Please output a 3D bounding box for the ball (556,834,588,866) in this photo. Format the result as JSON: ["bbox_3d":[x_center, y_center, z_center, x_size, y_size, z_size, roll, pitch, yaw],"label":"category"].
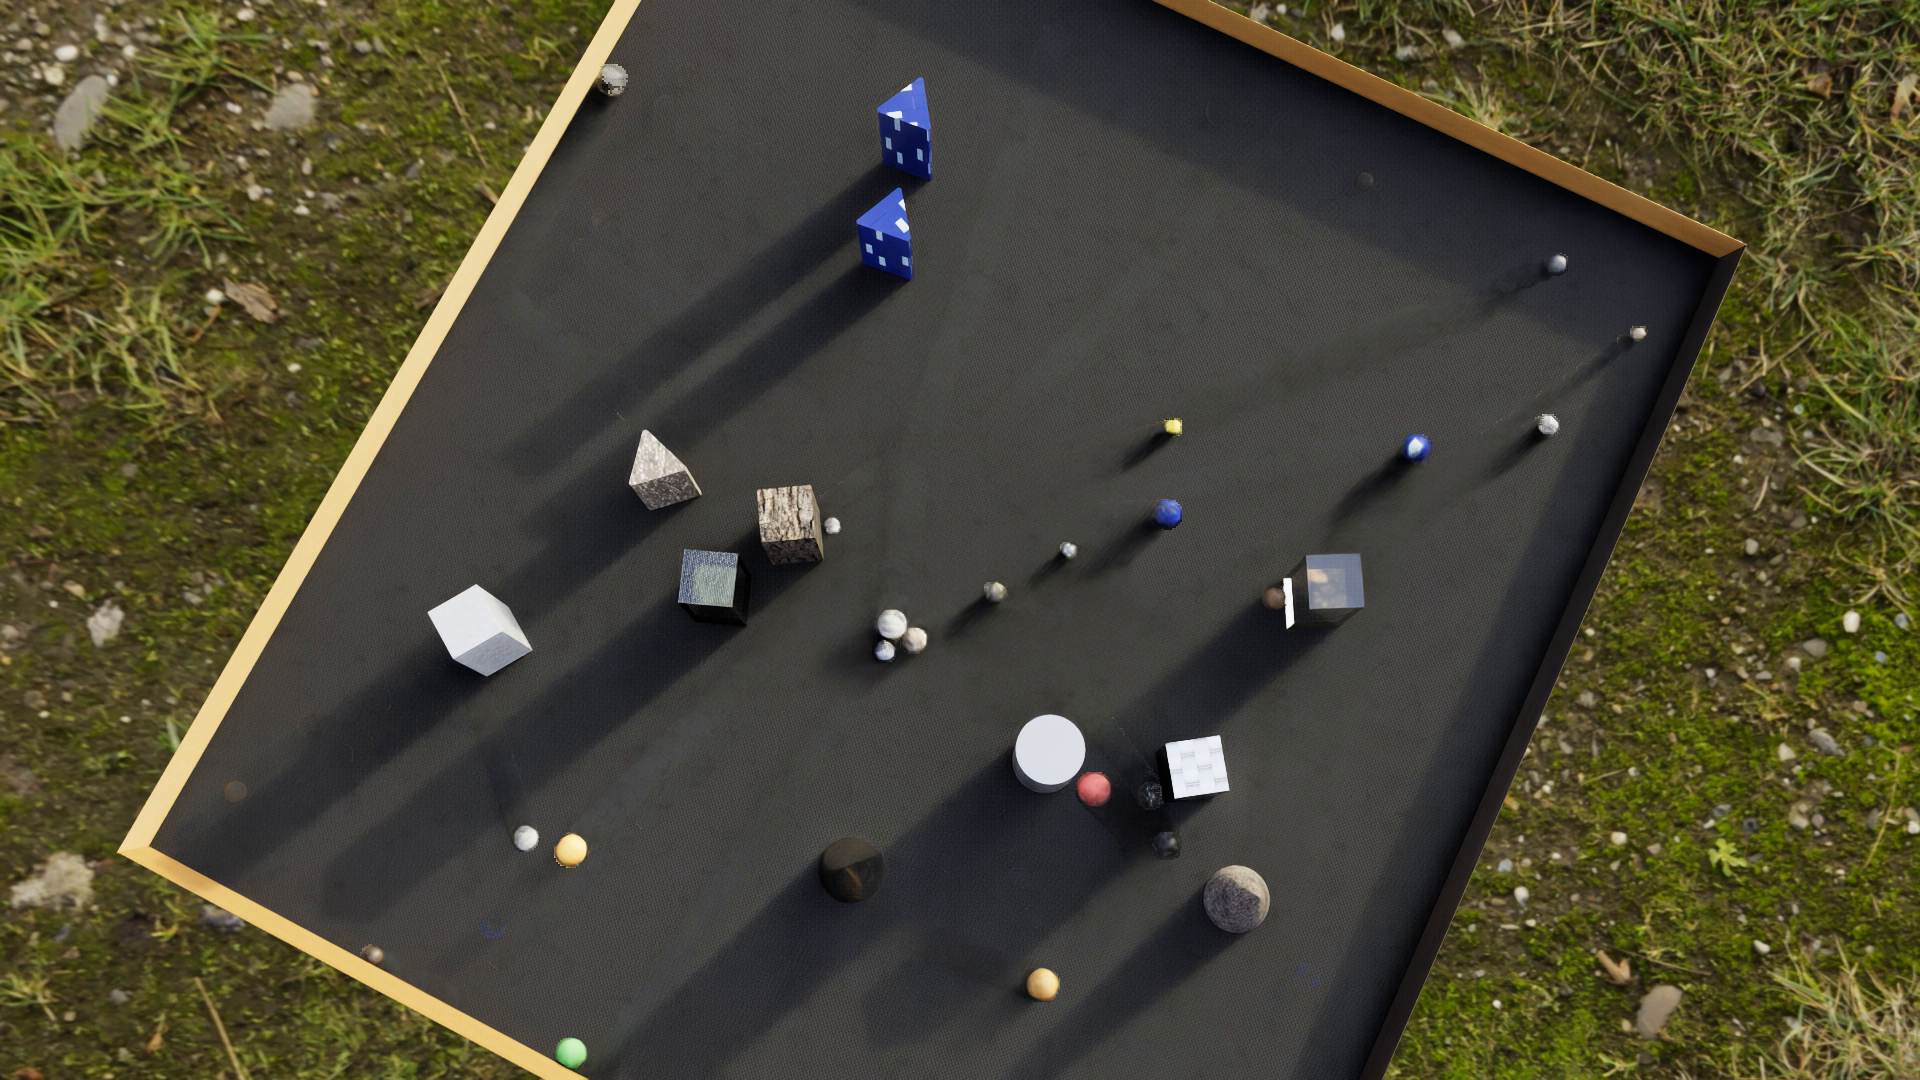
[{"bbox_3d":[-1.140,0.910,5.383,0.089,0.089,0.089,0,78,0],"label":"ball"}]

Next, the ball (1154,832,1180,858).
[{"bbox_3d":[0.608,0.897,5.391,0.079,0.079,0.079,0,78,0],"label":"ball"}]

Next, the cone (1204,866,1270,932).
[{"bbox_3d":[0.815,1.015,5.193,0.195,0.418,0.195,0,78,0],"label":"cone"}]

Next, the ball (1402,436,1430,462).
[{"bbox_3d":[1.403,-0.279,5.632,0.083,0.083,0.083,0,78,0],"label":"ball"}]

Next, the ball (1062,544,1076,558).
[{"bbox_3d":[0.334,0.033,5.587,0.045,0.045,0.045,0,78,0],"label":"ball"}]

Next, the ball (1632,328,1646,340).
[{"bbox_3d":[2.122,-0.644,5.729,0.041,0.041,0.041,0,78,0],"label":"ball"}]

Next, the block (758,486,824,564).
[{"bbox_3d":[-0.502,-0.042,5.452,0.156,0.339,0.156,-5,78,-1],"label":"block"}]

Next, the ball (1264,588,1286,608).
[{"bbox_3d":[0.954,0.176,5.547,0.064,0.064,0.064,0,78,0],"label":"ball"}]

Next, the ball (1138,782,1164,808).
[{"bbox_3d":[0.565,0.753,5.421,0.076,0.076,0.076,0,78,0],"label":"ball"}]

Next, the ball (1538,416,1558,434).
[{"bbox_3d":[1.817,-0.354,5.660,0.058,0.058,0.058,0,78,0],"label":"ball"}]

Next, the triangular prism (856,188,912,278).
[{"bbox_3d":[-0.205,-0.953,5.640,0.169,0.340,0.146,19,79,4],"label":"triangular prism"}]

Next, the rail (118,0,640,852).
[{"bbox_3d":[-1.558,-0.756,5.707,0.045,0.127,3.843,26,80,5],"label":"rail"}]

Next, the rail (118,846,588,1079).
[{"bbox_3d":[-0.849,1.669,5.205,3.532,0.127,0.045,26,80,5],"label":"rail"}]

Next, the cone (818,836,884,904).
[{"bbox_3d":[-0.320,0.941,5.251,0.195,0.335,0.195,0,78,0],"label":"cone"}]

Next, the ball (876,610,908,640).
[{"bbox_3d":[-0.204,0.254,5.517,0.091,0.091,0.091,0,78,0],"label":"ball"}]

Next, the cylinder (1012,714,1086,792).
[{"bbox_3d":[0.253,0.623,5.304,0.195,0.359,0.195,0,78,0],"label":"cylinder"}]

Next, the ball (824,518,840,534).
[{"bbox_3d":[-0.391,-0.045,5.601,0.048,0.048,0.048,0,78,0],"label":"ball"}]

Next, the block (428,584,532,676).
[{"bbox_3d":[-1.401,0.269,5.368,0.156,0.377,0.156,-30,80,-6],"label":"block"}]

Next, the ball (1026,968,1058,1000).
[{"bbox_3d":[0.238,1.287,5.304,0.090,0.090,0.090,0,78,0],"label":"ball"}]

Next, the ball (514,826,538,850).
[{"bbox_3d":[-1.280,0.878,5.400,0.069,0.069,0.069,0,78,0],"label":"ball"}]

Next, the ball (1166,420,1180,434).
[{"bbox_3d":[0.659,-0.349,5.664,0.048,0.048,0.048,0,78,0],"label":"ball"}]

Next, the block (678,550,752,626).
[{"bbox_3d":[-0.719,0.144,5.408,0.156,0.349,0.156,5,78,1],"label":"block"}]

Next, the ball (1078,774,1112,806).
[{"bbox_3d":[0.398,0.739,5.414,0.098,0.098,0.098,0,78,0],"label":"ball"}]

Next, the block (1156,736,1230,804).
[{"bbox_3d":[0.673,0.672,5.334,0.156,0.281,0.156,-8,78,-2],"label":"block"}]

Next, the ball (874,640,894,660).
[{"bbox_3d":[-0.226,0.333,5.517,0.060,0.060,0.060,0,78,0],"label":"ball"}]

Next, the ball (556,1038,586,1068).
[{"bbox_3d":[-1.116,1.477,5.268,0.084,0.084,0.084,0,78,0],"label":"ball"}]

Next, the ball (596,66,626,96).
[{"bbox_3d":[-1.116,-1.471,5.873,0.095,0.095,0.095,0,78,0],"label":"ball"}]

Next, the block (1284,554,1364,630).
[{"bbox_3d":[1.068,0.154,5.395,0.156,0.370,0.156,-2,78,0],"label":"block"}]

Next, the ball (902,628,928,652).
[{"bbox_3d":[-0.136,0.301,5.516,0.076,0.076,0.076,0,78,0],"label":"ball"}]

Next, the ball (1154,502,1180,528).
[{"bbox_3d":[0.634,-0.079,5.592,0.080,0.080,0.080,0,78,0],"label":"ball"}]

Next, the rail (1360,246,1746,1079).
[{"bbox_3d":[1.558,0.770,5.391,0.045,0.127,3.843,26,80,5],"label":"rail"}]

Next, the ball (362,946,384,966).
[{"bbox_3d":[-1.707,1.213,5.334,0.061,0.061,0.061,0,78,0],"label":"ball"}]

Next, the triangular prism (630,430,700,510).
[{"bbox_3d":[-0.899,-0.219,5.494,0.169,0.330,0.146,-17,79,-3],"label":"triangular prism"}]

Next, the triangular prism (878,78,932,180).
[{"bbox_3d":[-0.142,-1.285,5.685,0.169,0.387,0.146,21,79,4],"label":"triangular prism"}]

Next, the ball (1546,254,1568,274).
[{"bbox_3d":[1.877,-0.868,5.764,0.062,0.062,0.062,0,78,0],"label":"ball"}]

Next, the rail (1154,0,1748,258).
[{"bbox_3d":[0.849,-1.655,5.893,3.532,0.127,0.045,26,80,5],"label":"rail"}]

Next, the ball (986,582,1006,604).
[{"bbox_3d":[0.109,0.161,5.551,0.063,0.063,0.063,0,78,0],"label":"ball"}]
